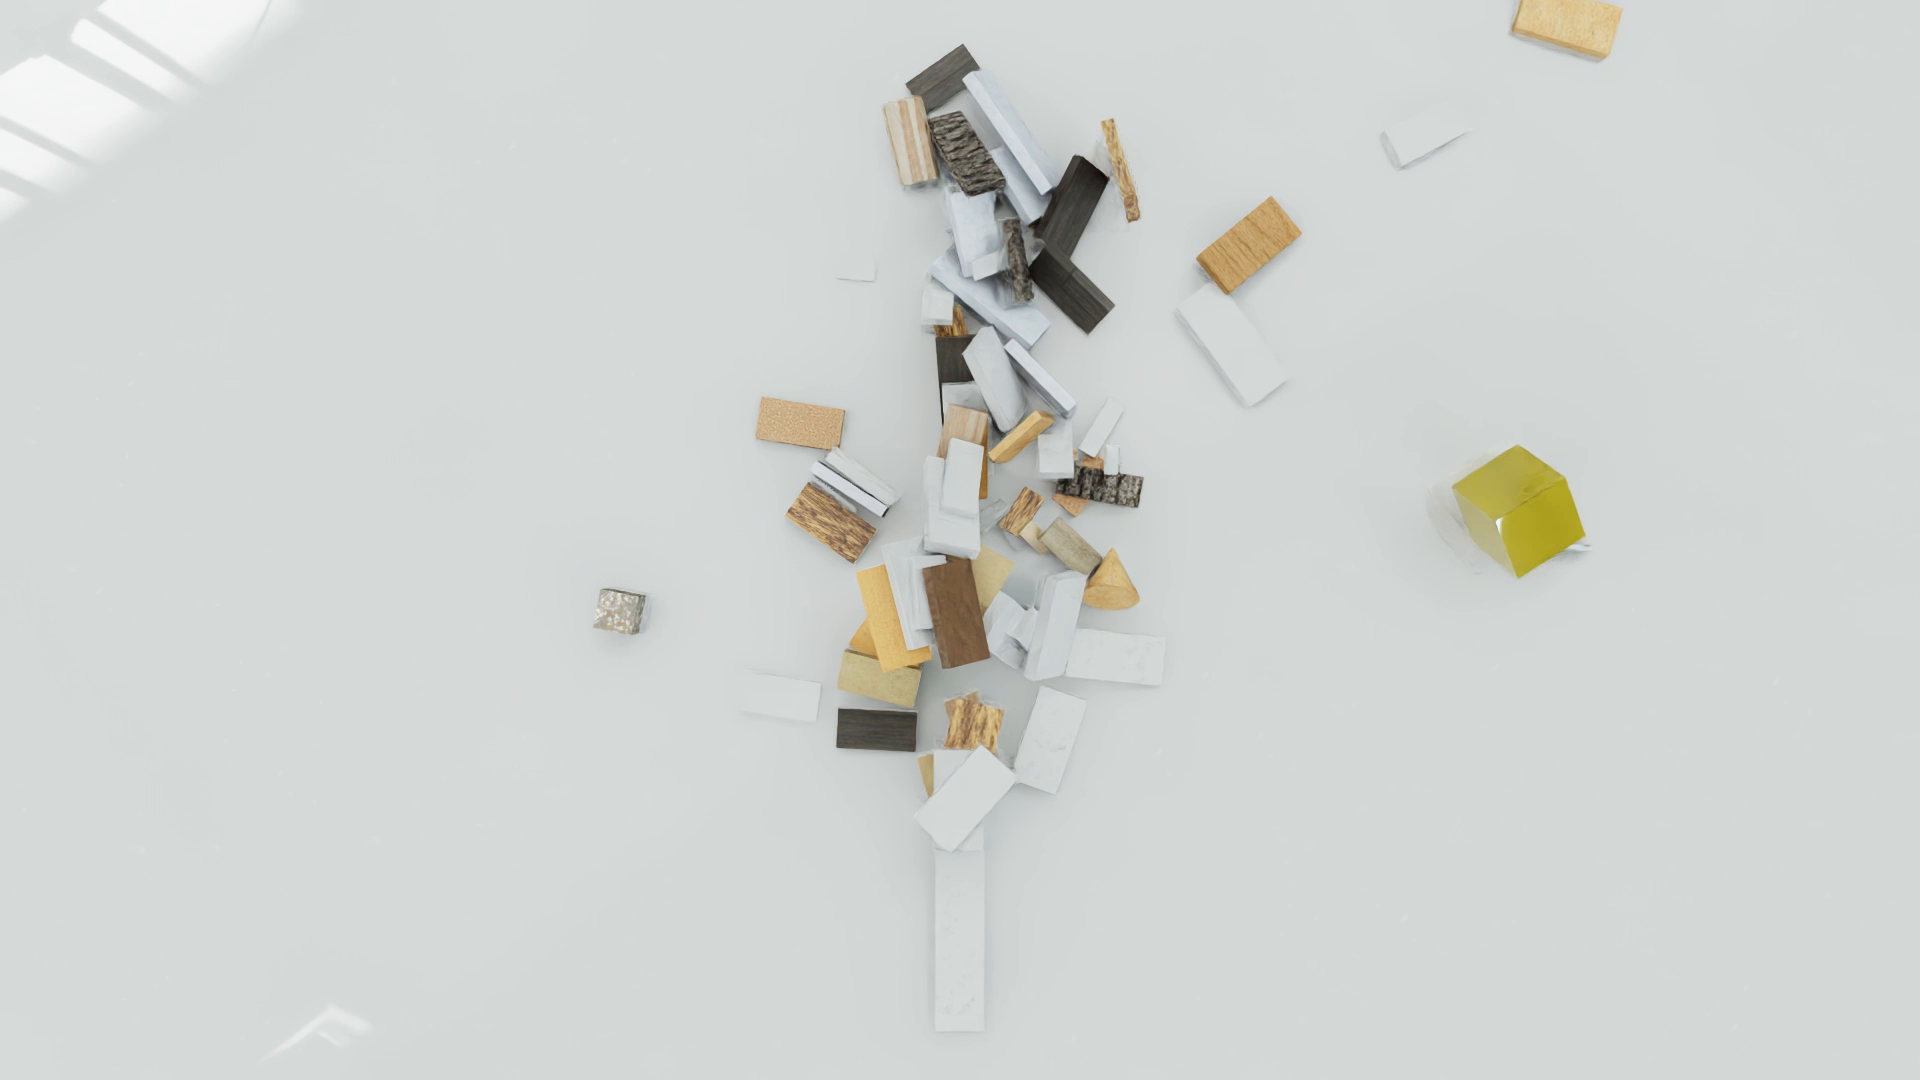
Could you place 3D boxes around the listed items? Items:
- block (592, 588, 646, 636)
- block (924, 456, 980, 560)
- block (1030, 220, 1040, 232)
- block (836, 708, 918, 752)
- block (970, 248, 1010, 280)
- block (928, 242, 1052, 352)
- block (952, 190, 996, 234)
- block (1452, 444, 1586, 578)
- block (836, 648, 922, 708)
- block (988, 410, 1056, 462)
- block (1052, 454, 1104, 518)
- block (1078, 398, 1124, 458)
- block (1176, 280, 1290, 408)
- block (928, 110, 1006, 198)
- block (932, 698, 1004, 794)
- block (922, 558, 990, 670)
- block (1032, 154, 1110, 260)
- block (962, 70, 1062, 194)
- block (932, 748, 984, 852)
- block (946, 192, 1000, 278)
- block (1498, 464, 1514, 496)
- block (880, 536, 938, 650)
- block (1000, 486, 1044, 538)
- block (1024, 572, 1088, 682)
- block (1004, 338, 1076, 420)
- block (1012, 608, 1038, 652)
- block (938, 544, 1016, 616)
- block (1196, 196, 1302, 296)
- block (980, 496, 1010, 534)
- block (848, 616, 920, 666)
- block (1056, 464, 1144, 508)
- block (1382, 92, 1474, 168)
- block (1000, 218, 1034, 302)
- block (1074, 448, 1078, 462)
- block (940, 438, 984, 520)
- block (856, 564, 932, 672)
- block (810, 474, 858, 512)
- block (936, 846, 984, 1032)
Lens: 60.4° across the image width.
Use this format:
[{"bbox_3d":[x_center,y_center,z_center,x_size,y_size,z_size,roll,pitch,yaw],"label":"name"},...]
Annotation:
[{"bbox_3d":[-1.121,0.236,5.436,0.128,0.128,0.128,11,90,0],"label":"block"},{"bbox_3d":[-0.027,-0.105,5.228,0.167,0.047,0.355,11,49,-15],"label":"block"},{"bbox_3d":[0.273,-1.050,5.491,0.127,0.018,0.063,42,90,0],"label":"block"},{"bbox_3d":[-0.276,0.630,5.481,0.263,0.037,0.131,3,90,0],"label":"block"},{"bbox_3d":[0.100,-0.896,5.347,0.127,0.018,0.063,-23,114,-14],"label":"block"},{"bbox_3d":[0.101,-0.801,5.437,0.419,0.042,0.149,40,51,0],"label":"block"},{"bbox_3d":[0.054,-1.113,5.435,0.117,0.033,0.235,11,84,-14],"label":"block"},{"bbox_3d":[1.800,-0.094,5.322,0.258,0.258,0.258,-33,123,0],"label":"block"},{"bbox_3d":[-0.267,0.458,5.457,0.263,0.037,0.131,14,102,5],"label":"block"},{"bbox_3d":[0.203,-0.339,5.405,0.221,0.111,0.031,-41,72,22],"label":"block"},{"bbox_3d":[0.410,-0.187,5.486,0.102,0.029,0.204,40,90,0],"label":"block"},{"bbox_3d":[0.469,-0.371,5.475,0.062,0.017,0.201,32,81,0],"label":"block"},{"bbox_3d":[0.904,-0.655,5.477,0.162,0.046,0.410,-37,90,0],"label":"block"},{"bbox_3d":[0.014,-1.263,5.387,0.134,0.038,0.337,-20,61,-17],"label":"block"},{"bbox_3d":[0.022,0.716,5.408,0.163,0.046,0.368,14,90,0],"label":"block"},{"bbox_3d":[-0.012,0.228,5.110,0.159,0.045,0.318,-11,89,-38],"label":"block"},{"bbox_3d":[0.367,-1.096,5.433,0.151,0.043,0.302,27,90,-42],"label":"block"},{"bbox_3d":[0.181,-1.341,5.423,0.043,0.151,0.458,-35,90,28],"label":"block"},{"bbox_3d":[-0.005,0.843,5.361,0.163,0.046,0.326,1,91,0],"label":"block"},{"bbox_3d":[0.051,-1.005,5.373,0.134,0.038,0.268,-17,103,-17],"label":"block"},{"bbox_3d":[1.811,-0.201,5.464,0.050,0.014,0.101,-14,115,-25],"label":"block"},{"bbox_3d":[-0.124,0.160,5.145,0.167,0.047,0.335,-14,90,-31],"label":"block"},{"bbox_3d":[0.207,-0.091,5.470,0.078,0.022,0.156,32,85,11],"label":"block"},{"bbox_3d":[0.312,0.281,5.376,0.045,0.159,0.352,25,110,37],"label":"block"},{"bbox_3d":[0.262,-0.526,5.408,0.042,0.149,0.297,-44,83,-3],"label":"block"},{"bbox_3d":[0.255,0.318,5.395,0.032,0.224,0.112,27,79,38],"label":"block"},{"bbox_3d":[-0.024,0.129,5.354,0.292,0.292,0.292,29,90,0],"label":"block"},{"bbox_3d":[0.955,-0.973,5.453,0.324,0.046,0.162,-40,90,-8],"label":"block"},{"bbox_3d":[0.104,-0.081,5.474,0.123,0.017,0.062,-42,51,0],"label":"block"},{"bbox_3d":[-0.243,0.366,5.484,0.234,0.032,0.112,35,90,0],"label":"block"},{"bbox_3d":[0.463,-0.182,5.456,0.273,0.029,0.102,10,90,-1],"label":"block"},{"bbox_3d":[1.554,-1.362,5.481,0.265,0.037,0.132,-28,90,0],"label":"block"},{"bbox_3d":[0.187,-0.912,5.368,0.037,0.132,0.265,-8,101,14],"label":"block"},{"bbox_3d":[0.340,-0.275,5.442,0.095,0.014,0.048,-8,62,-4],"label":"block"},{"bbox_3d":[0.007,-0.197,5.252,0.111,0.031,0.278,15,52,-11],"label":"block"},{"bbox_3d":[-0.207,0.236,5.186,0.163,0.046,0.326,-15,90,0],"label":"block"},{"bbox_3d":[-0.418,-0.154,5.476,0.189,0.048,0.014,38,90,0],"label":"block"},{"bbox_3d":[-0.001,1.323,5.477,0.163,0.046,0.601,0,90,0],"label":"block"}]
